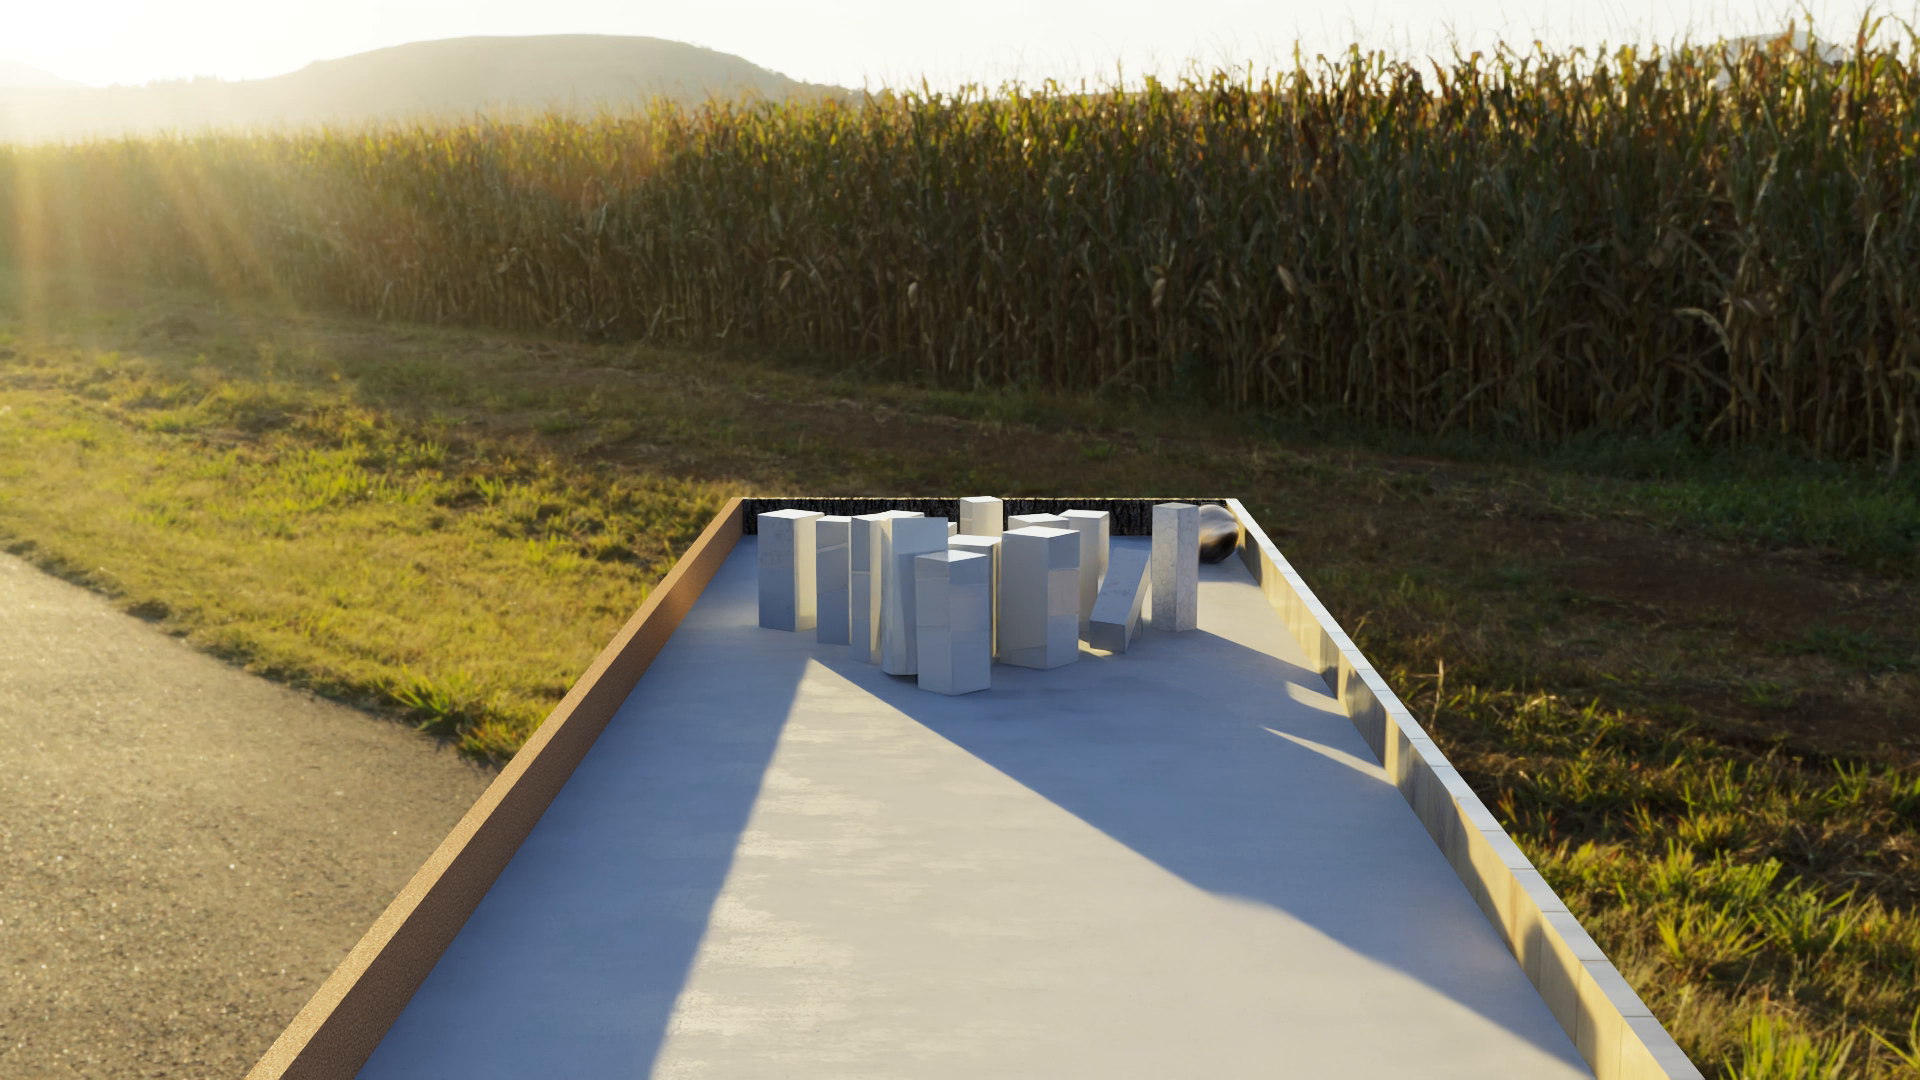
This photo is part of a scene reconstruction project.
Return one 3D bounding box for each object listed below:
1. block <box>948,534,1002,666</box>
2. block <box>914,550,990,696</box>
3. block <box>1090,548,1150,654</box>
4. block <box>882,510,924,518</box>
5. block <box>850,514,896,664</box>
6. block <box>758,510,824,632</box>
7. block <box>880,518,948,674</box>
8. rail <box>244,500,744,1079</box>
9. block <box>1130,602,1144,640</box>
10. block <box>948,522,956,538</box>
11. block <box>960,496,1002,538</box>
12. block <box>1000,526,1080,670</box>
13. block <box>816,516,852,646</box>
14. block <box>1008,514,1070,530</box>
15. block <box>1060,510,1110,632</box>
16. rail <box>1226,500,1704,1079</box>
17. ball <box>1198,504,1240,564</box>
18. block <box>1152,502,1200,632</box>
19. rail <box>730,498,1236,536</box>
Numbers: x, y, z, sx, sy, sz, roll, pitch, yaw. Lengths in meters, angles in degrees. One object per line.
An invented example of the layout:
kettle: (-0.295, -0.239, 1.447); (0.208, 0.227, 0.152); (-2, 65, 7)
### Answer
block: (0.038, 0.182, 6.685); (0.168, 0.368, 0.168); (4, 10, 22)
block: (-0.021, 0.235, 6.283); (0.147, 0.385, 0.147); (-9, 12, -41)
block: (0.506, 0.186, 6.923); (0.113, 0.113, 0.380); (7, 38, 14)
block: (-0.201, 0.099, 7.195); (0.123, 0.372, 0.123); (5, 10, 29)
block: (-0.257, 0.148, 6.676); (0.106, 0.439, 0.106); (-6, 11, -34)
block: (-0.551, 0.098, 7.199); (0.154, 0.372, 0.154); (6, 11, 35)
block: (-0.134, 0.161, 6.466); (0.167, 0.455, 0.167); (0, 1, -13)
rail: (-1.004, 0.839, 3.234); (0.050, 0.150, 12.000); (0, 9, 1)
block: (0.539, 0.230, 7.192); (0.115, 0.115, 0.387); (1, 9, 6)
block: (-0.099, 0.140, 6.916); (0.144, 0.379, 0.144); (3, 9, 16)
block: (0.069, 0.076, 7.178); (0.106, 0.422, 0.106); (-3, 10, -21)
block: (0.242, 0.172, 6.642); (0.170, 0.399, 0.170); (7, 10, 36)
block: (-0.385, 0.127, 6.957); (0.109, 0.392, 0.109); (3, 9, 16)
block: (0.248, 0.125, 6.956); (0.142, 0.395, 0.142); (-4, 10, -26)
block: (0.401, 0.099, 7.184); (0.137, 0.374, 0.137); (3, 10, 17)
rail: (1.046, 0.843, 3.208); (0.050, 0.150, 12.000); (0, 9, 1)
ball: (0.960, -0.024, 8.442); (0.226, 0.226, 0.226); (0, 9, 0)
block: (0.700, 0.088, 7.163); (0.106, 0.404, 0.106); (-9, 13, -44)
rail: (0.099, -0.098, 9.147); (2.100, 0.150, 0.050); (0, 9, 1)
